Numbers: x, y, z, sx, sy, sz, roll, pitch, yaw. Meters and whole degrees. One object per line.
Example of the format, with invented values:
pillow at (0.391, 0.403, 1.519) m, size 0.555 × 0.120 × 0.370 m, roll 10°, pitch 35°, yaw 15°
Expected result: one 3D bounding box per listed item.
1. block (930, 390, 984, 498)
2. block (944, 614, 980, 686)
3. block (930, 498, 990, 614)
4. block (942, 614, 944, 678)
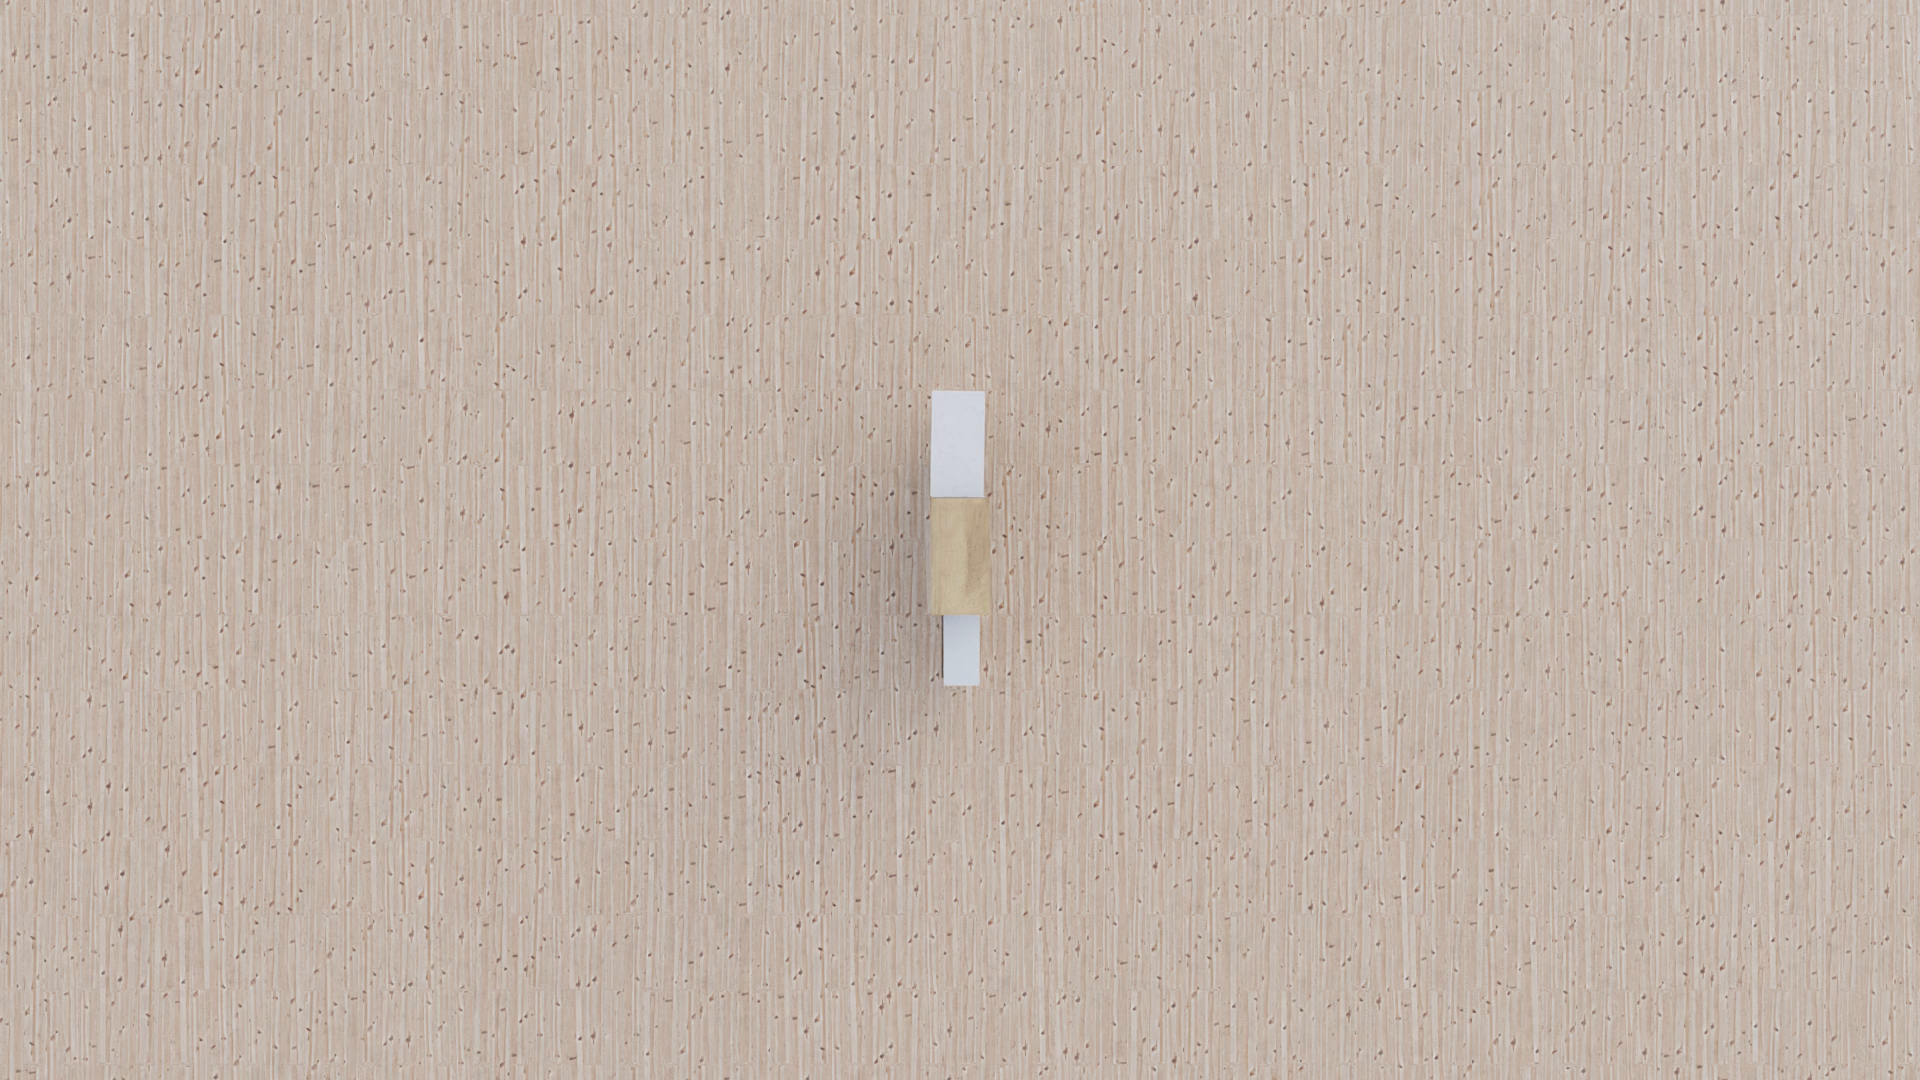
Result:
block at (-0.007, -0.284, 4.900) m, size 0.157 × 0.044 × 0.313 m, roll 1°, pitch 90°, yaw 0°
block at (0.005, 0.331, 4.999) m, size 0.108 × 0.031 × 0.216 m, roll 0°, pitch 90°, yaw 0°
block at (0.000, 0.048, 4.821) m, size 0.170 × 0.048 × 0.339 m, roll 0°, pitch 90°, yaw 0°
block at (0.000, 0.320, 5.247) m, size 0.118 × 0.033 × 0.236 m, roll 0°, pitch 90°, yaw 0°
